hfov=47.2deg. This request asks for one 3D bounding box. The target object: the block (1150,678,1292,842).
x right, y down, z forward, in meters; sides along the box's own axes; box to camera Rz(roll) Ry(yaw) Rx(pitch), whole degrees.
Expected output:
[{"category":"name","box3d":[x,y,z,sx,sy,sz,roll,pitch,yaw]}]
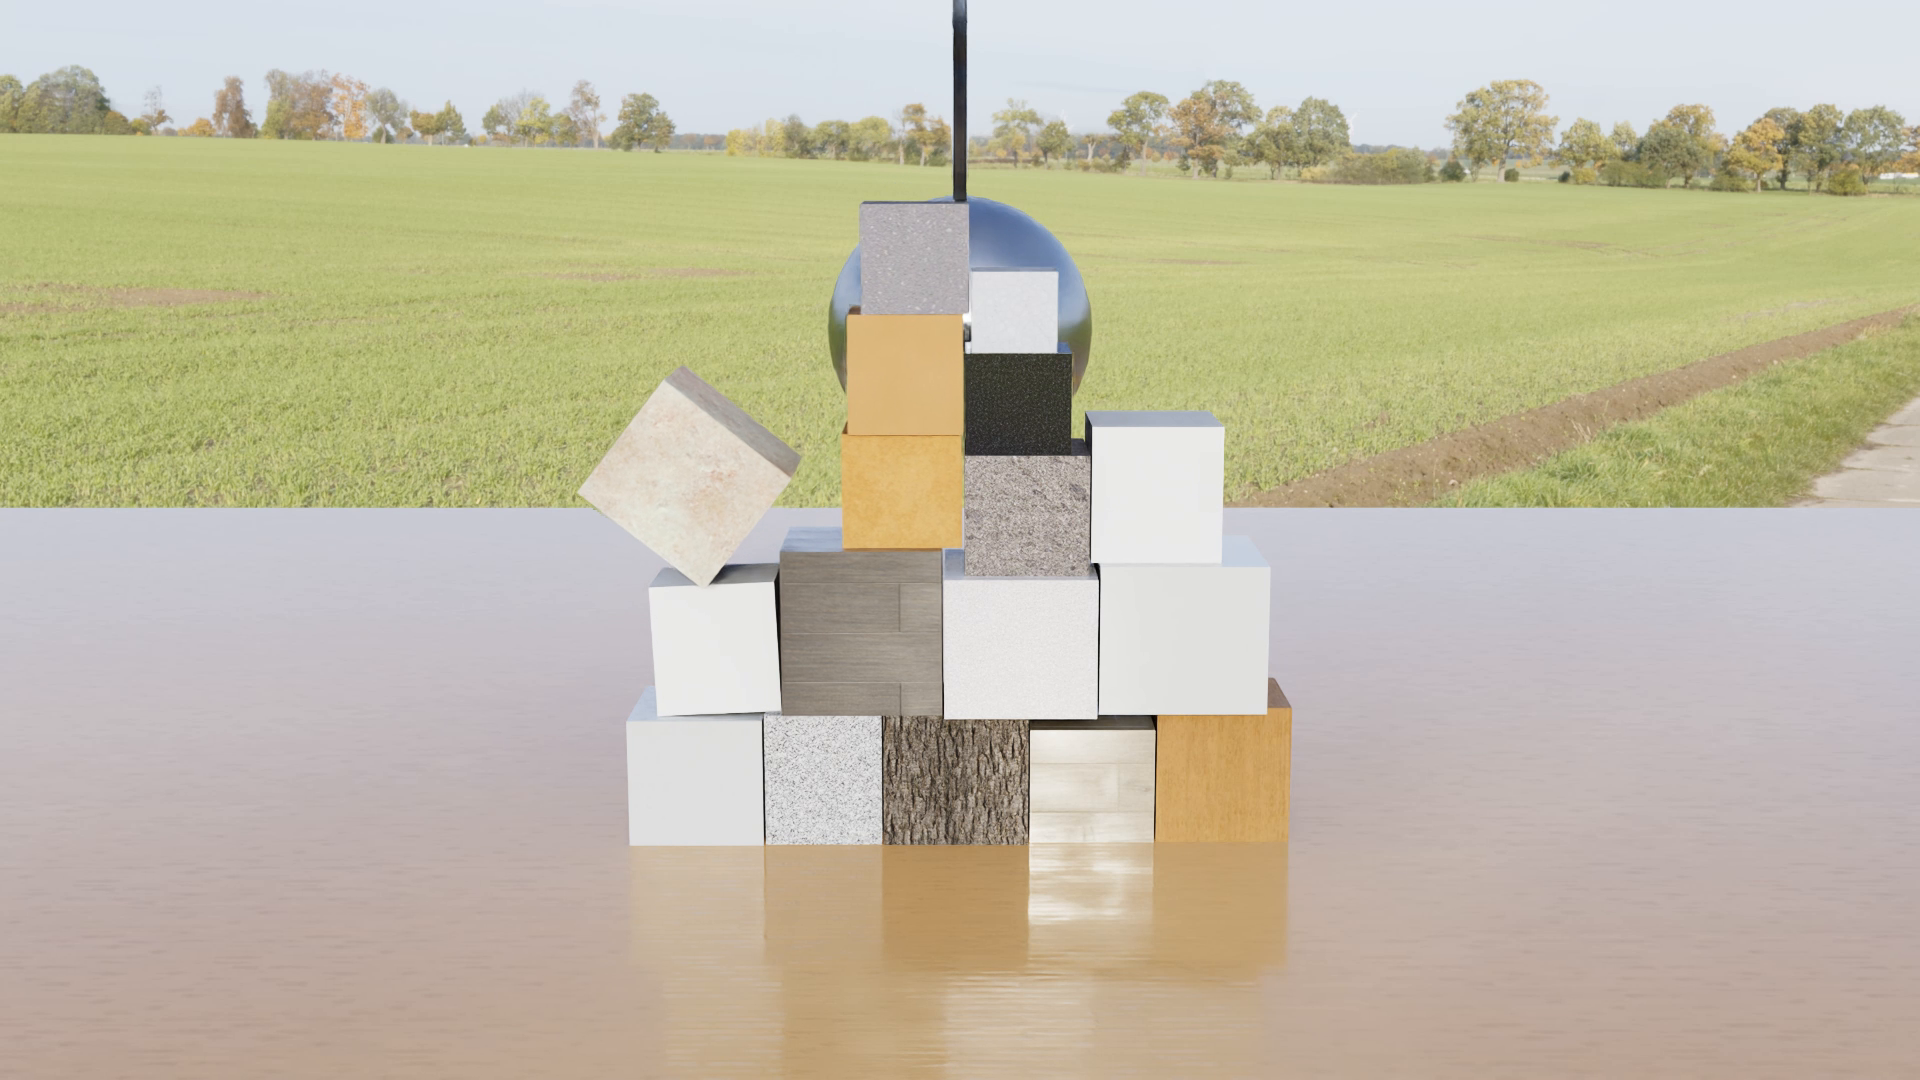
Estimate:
[{"category":"block","box3d":[1.328,1.129,11.403,0.675,0.698,0.642,0,10,0]}]

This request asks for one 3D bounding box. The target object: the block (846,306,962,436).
[{"category":"block","box3d":[-0.269,-0.855,11.005,0.564,0.590,0.552,0,10,0]}]

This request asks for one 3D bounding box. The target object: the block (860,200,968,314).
[{"category":"block","box3d":[-0.221,-1.406,10.906,0.523,0.531,0.566,0,10,0]}]

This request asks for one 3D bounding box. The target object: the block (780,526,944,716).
[{"category":"block","box3d":[-0.489,0.404,11.247,0.799,0.833,0.708,0,10,0]}]

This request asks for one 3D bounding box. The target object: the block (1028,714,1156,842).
[{"category":"block","box3d":[0.667,1.185,11.408,0.628,0.586,0.654,0,10,0]}]

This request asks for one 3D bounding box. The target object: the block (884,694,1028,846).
[{"category":"block","box3d":[-0.020,1.147,11.371,0.726,0.675,0.677,0,10,0]}]

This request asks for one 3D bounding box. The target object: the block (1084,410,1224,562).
[{"category":"block","box3d":[0.972,-0.279,11.147,0.645,0.676,0.660,0,10,0]}]

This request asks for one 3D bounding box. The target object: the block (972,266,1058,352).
[{"category":"block","box3d":[0.267,-1.153,10.954,0.419,0.390,0.470,0,10,0]}]

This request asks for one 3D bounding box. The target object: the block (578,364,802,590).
[{"category":"block","box3d":[-1.348,-0.334,11.126,0.782,0.704,0.768,38,8,-6]}]

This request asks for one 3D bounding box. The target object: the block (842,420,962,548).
[{"category":"block","box3d":[-0.287,-0.290,11.138,0.593,0.569,0.548,0,10,0]}]

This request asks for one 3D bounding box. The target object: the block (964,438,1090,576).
[{"category":"block","box3d":[0.331,-0.174,11.149,0.616,0.601,0.651,0,10,0]}]

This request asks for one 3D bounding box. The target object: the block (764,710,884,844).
[{"category":"block","box3d":[-0.686,1.147,11.385,0.587,0.669,0.685,0,10,0]}]

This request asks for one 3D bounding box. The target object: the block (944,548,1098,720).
[{"category":"block","box3d":[0.301,0.468,11.261,0.758,0.702,0.842,0,10,0]}]

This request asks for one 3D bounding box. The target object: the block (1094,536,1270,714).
[{"category":"block","box3d":[1.106,0.420,11.270,0.832,0.744,0.880,0,10,0]}]

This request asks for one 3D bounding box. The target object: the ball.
[{"category":"ball","box3d":[0.000,-1.271,13.282,1.600,1.600,1.600,0,10,0]}]

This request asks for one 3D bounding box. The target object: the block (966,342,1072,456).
[{"category":"block","box3d":[0.287,-0.714,11.032,0.518,0.502,0.577,0,10,0]}]

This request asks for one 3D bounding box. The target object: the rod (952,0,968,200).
[{"category":"rod","box3d":[0.000,-4.129,11.440,0.080,5.200,0.080,0,33,0]}]

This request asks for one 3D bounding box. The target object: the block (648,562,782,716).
[{"category":"block","box3d":[-1.225,0.502,11.273,0.625,0.661,0.525,-2,10,0]}]

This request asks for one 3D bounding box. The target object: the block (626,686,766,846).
[{"category":"block","box3d":[-1.328,1.158,11.390,0.676,0.646,0.727,0,10,0]}]
